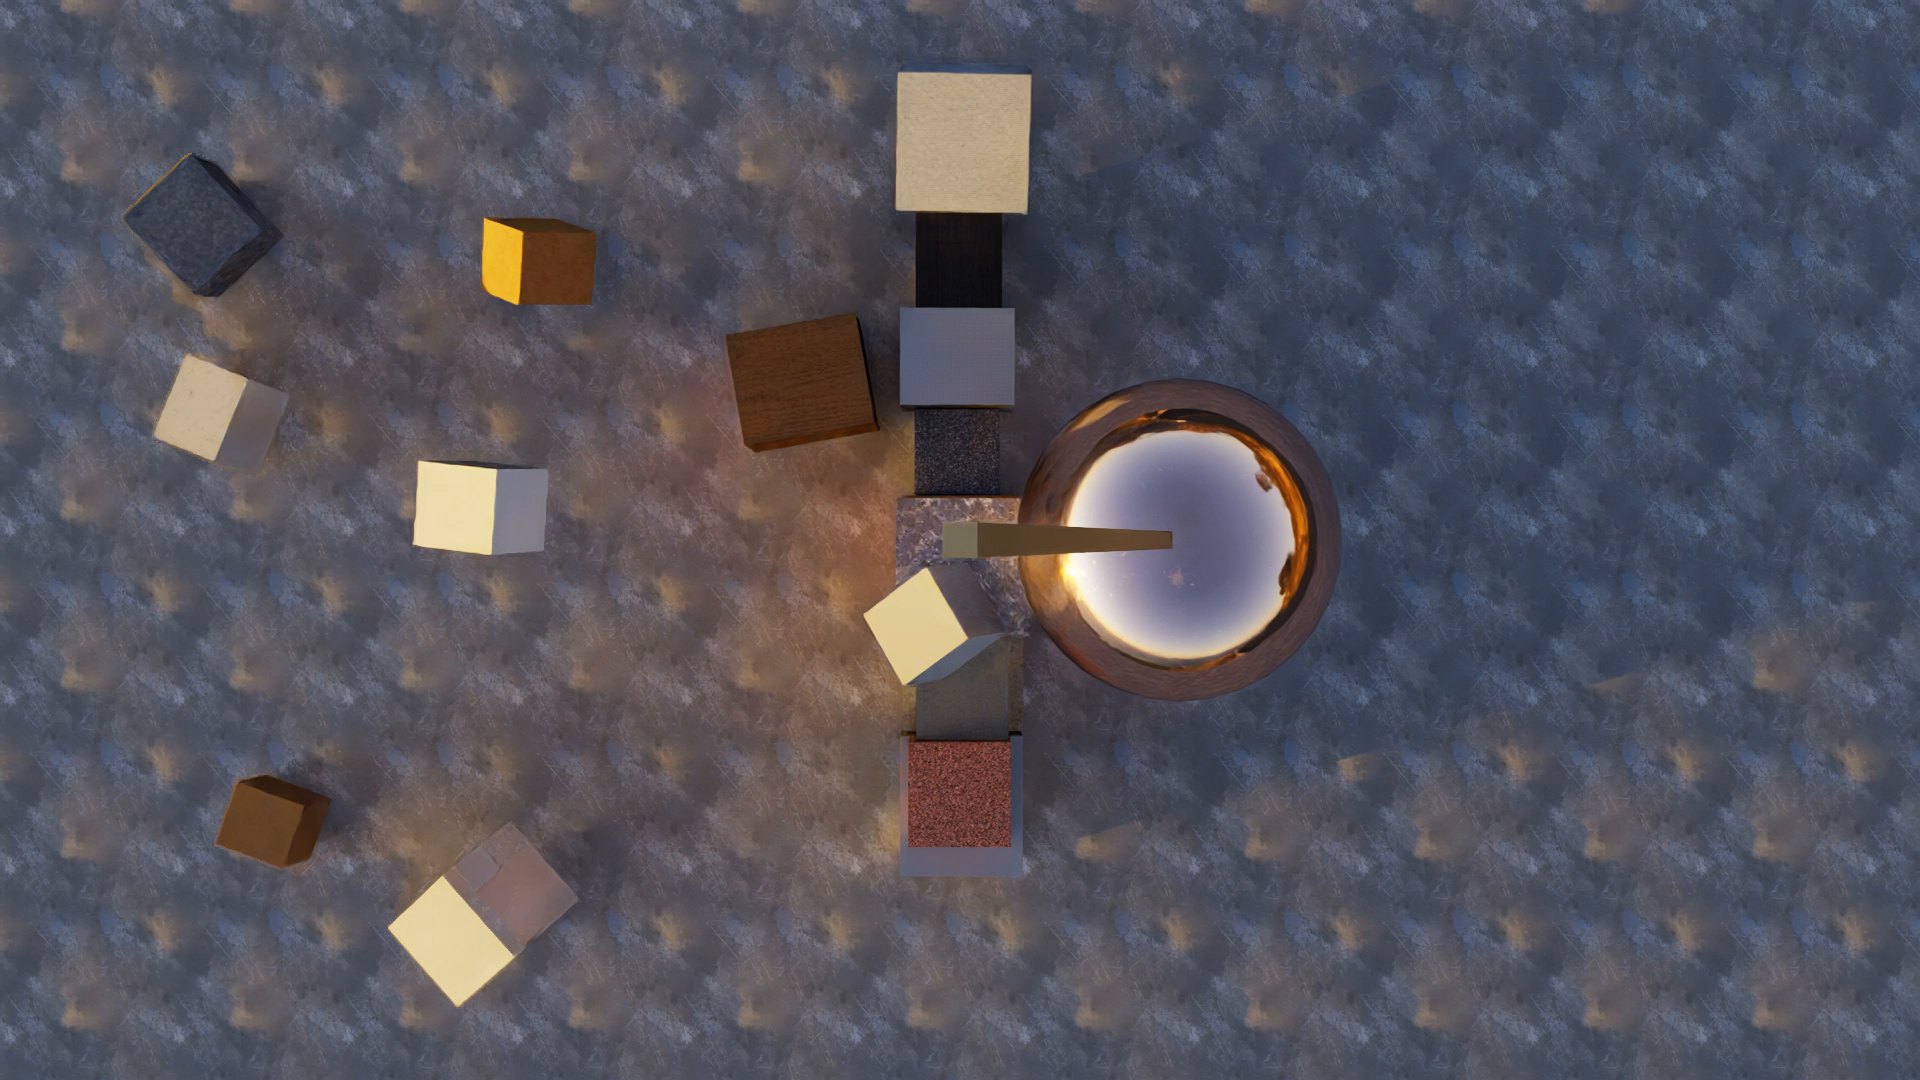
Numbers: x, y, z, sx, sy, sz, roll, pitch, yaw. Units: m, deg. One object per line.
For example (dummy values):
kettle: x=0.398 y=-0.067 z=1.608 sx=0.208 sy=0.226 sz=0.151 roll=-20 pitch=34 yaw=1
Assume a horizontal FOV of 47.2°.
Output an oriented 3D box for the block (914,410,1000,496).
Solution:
block: x=-0.016 y=-0.505 z=12.783 sx=0.487 sy=0.434 sz=0.485 roll=0 pitch=90 yaw=0

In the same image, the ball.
ball: x=1.074 y=0.000 z=10.846 sx=1.600 sy=1.600 sz=1.600 roll=0 pitch=90 yaw=0

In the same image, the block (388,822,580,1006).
block: x=-2.717 y=2.132 z=12.556 sx=0.601 sy=0.614 sz=0.665 roll=49 pitch=126 yaw=0

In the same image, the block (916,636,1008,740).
block: x=0.014 y=0.796 z=12.139 sx=0.497 sy=0.567 sz=0.562 roll=0 pitch=90 yaw=0

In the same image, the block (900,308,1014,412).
block: x=-0.017 y=-1.031 z=12.669 sx=0.644 sy=0.662 sz=0.545 roll=0 pitch=90 yaw=0

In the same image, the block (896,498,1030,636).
block: x=0.016 y=0.144 z=11.951 sx=0.711 sy=0.709 sz=0.729 roll=0 pitch=90 yaw=0

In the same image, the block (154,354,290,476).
block: x=-4.267 y=-0.722 z=12.717 sx=0.460 sy=0.405 sz=0.508 roll=20 pitch=87 yaw=20

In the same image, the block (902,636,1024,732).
block: x=0.017 y=0.749 z=12.711 sx=0.681 sy=0.578 sz=0.663 roll=0 pitch=90 yaw=0

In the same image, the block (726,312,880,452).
block: x=-0.897 y=-0.897 z=12.664 sx=0.742 sy=0.660 sz=0.629 roll=-10 pitch=89 yaw=0

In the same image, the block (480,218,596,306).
block: x=-2.407 y=-1.590 z=12.555 sx=0.465 sy=0.460 sz=0.413 roll=-5 pitch=109 yaw=-39

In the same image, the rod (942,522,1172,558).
rod: x=0.466 y=0.000 z=7.501 sx=0.080 sy=5.200 sz=0.080 roll=0 pitch=90 yaw=10

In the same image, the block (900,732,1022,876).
block: x=0.007 y=1.480 z=12.612 sx=0.681 sy=0.776 sz=0.779 roll=0 pitch=90 yaw=0

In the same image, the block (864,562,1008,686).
block: x=-0.122 y=0.421 z=11.133 sx=0.449 sy=0.415 sz=0.420 roll=-37 pitch=75 yaw=26

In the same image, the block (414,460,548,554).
block: x=-2.643 y=-0.185 z=12.155 sx=0.494 sy=0.531 sz=0.460 roll=6 pitch=94 yaw=20

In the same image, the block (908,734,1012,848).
block: x=-0.002 y=1.361 z=11.984 sx=0.550 sy=0.480 sz=0.560 roll=0 pitch=90 yaw=0

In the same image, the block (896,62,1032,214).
block: x=0.024 y=-2.294 z=12.501 sx=0.734 sy=0.657 sz=0.763 roll=2 pitch=107 yaw=1

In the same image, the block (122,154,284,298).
block: x=-4.374 y=-1.809 z=12.728 sx=0.534 sy=0.485 sz=0.576 roll=-43 pitch=94 yaw=0

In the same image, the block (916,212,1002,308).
block: x=-0.007 y=-1.590 z=12.771 sx=0.494 sy=0.458 sz=0.557 roll=0 pitch=90 yaw=0

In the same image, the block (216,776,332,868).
block: x=-3.976 y=1.629 z=12.760 sx=0.410 sy=0.457 sz=0.375 roll=19 pitch=90 yaw=3

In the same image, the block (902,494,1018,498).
block: x=-0.001 y=0.079 z=12.652 sx=0.647 sy=0.693 sz=0.660 roll=0 pitch=90 yaw=0
